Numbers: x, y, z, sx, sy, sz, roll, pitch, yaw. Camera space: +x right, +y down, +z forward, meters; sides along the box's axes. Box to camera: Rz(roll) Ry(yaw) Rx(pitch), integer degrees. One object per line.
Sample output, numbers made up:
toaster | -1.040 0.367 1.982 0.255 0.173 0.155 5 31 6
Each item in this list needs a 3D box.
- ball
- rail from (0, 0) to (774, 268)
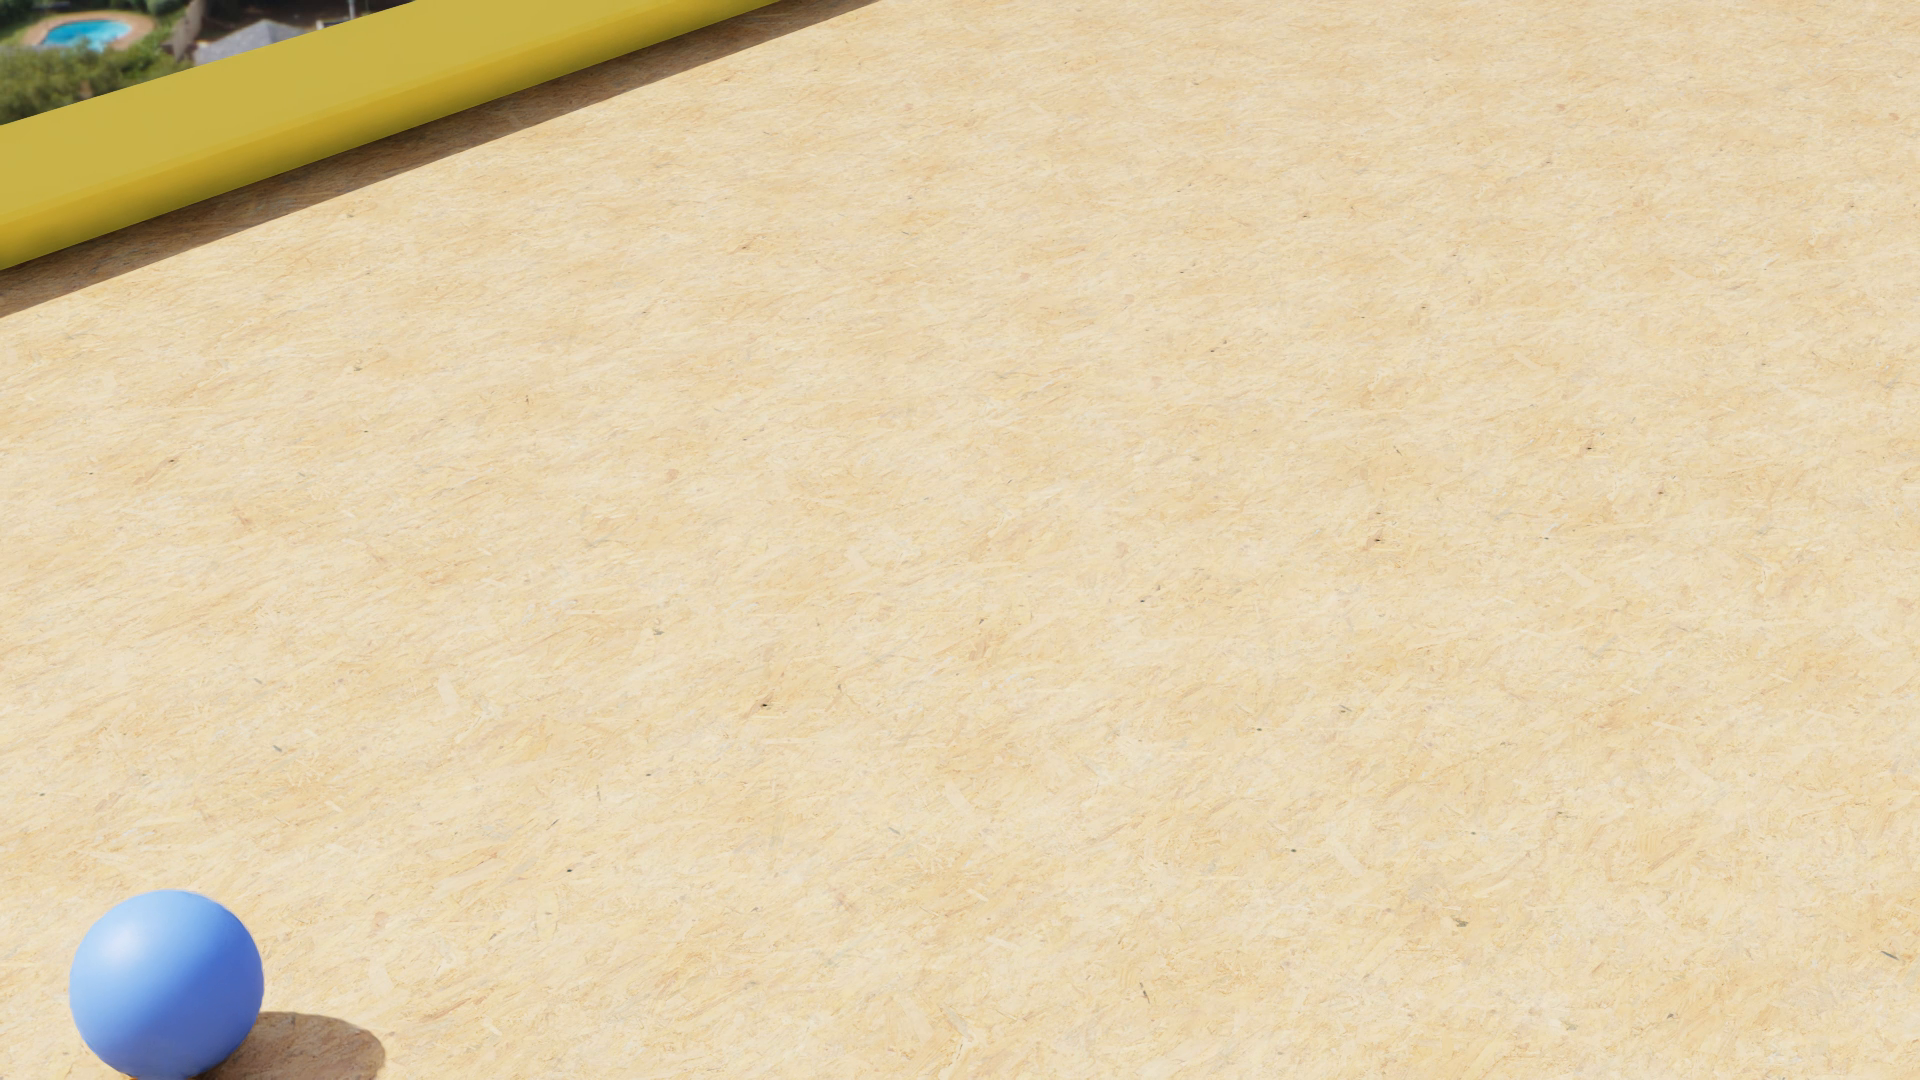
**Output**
ball | -0.367 0.206 1.361 0.088 0.088 0.088 0 25 0
rail | -0.258 -0.570 2.983 0.045 0.114 3.677 16 30 31
